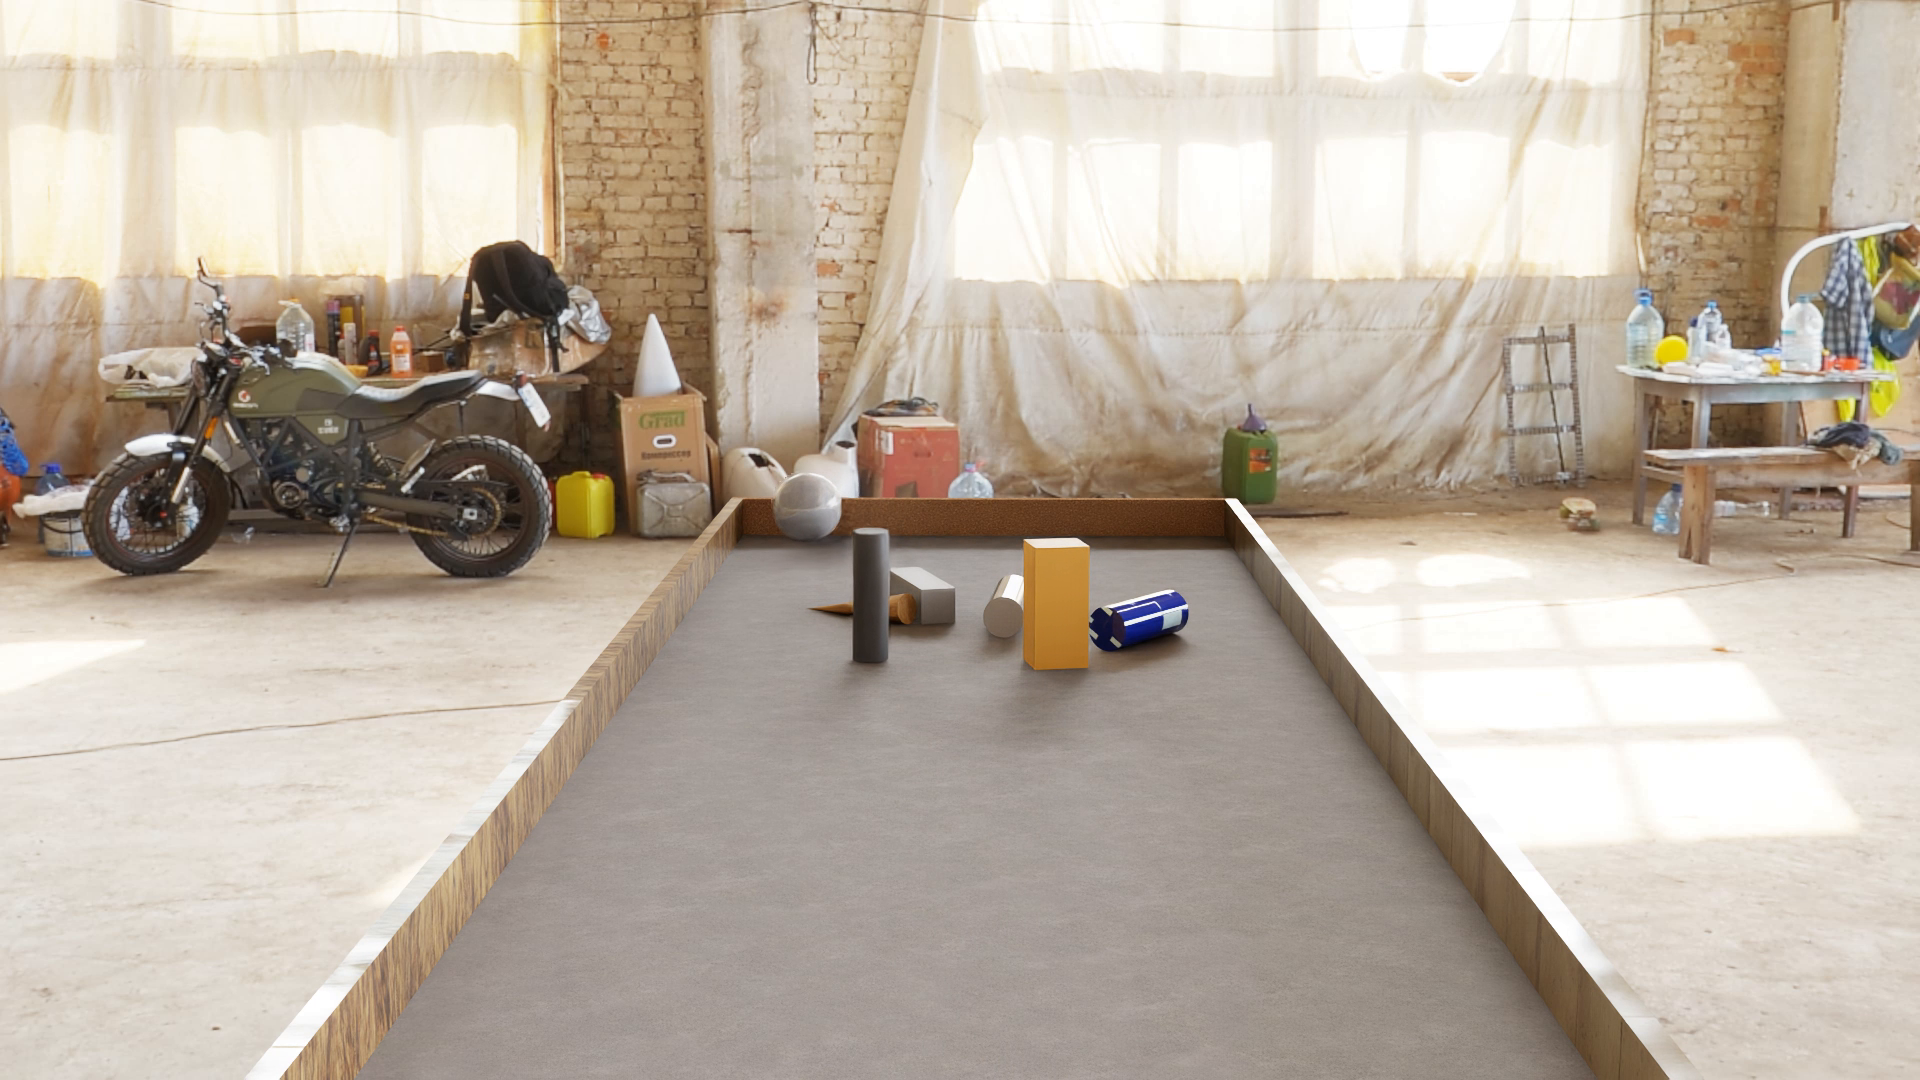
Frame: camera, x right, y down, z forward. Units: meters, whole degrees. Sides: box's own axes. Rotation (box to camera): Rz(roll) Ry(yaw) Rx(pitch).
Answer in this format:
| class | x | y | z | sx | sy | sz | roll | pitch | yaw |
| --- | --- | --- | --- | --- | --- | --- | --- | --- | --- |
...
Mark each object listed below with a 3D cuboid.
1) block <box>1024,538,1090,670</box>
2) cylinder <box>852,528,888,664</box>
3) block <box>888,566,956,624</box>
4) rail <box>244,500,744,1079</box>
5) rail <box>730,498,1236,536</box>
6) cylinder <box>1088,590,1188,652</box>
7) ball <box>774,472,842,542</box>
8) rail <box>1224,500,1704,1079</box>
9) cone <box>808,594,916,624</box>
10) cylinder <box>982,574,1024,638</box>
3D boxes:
| class | x | y | z | sx | sy | sz | roll | pitch | yaw |
| --- | --- | --- | --- | --- | --- | --- | --- | --- | --- |
| block | 0.289 | 0.191 | 6.627 | 0.164 | 0.368 | 0.164 | -2 | 9 | -11 |
| cylinder | -0.271 | 0.168 | 6.675 | 0.109 | 0.397 | 0.109 | 1 | 10 | 0 |
| block | -0.134 | 0.186 | 7.464 | 0.116 | 0.116 | 0.428 | -3 | 9 | -17 |
| rail | -1.004 | 0.839 | 3.234 | 0.050 | 0.150 | 12.000 | 0 | 9 | 1 |
| rail | 0.099 | -0.098 | 9.147 | 2.100 | 0.150 | 0.050 | 0 | 9 | 1 |
| cylinder | 0.567 | 0.253 | 6.961 | 0.141 | 0.141 | 0.366 | 7 | 11 | 37 |
| ball | -0.620 | -0.134 | 8.965 | 0.279 | 0.279 | 0.279 | 0 | 9 | 0 |
| rail | 1.046 | 0.843 | 3.208 | 0.050 | 0.150 | 12.000 | 0 | 9 | 1 |
| cone | -0.349 | 0.231 | 7.389 | 0.440 | 0.101 | 0.101 | -1 | 6 | 38 |
| cylinder | 0.159 | 0.215 | 7.232 | 0.132 | 0.132 | 0.409 | 1 | 9 | 6 |
